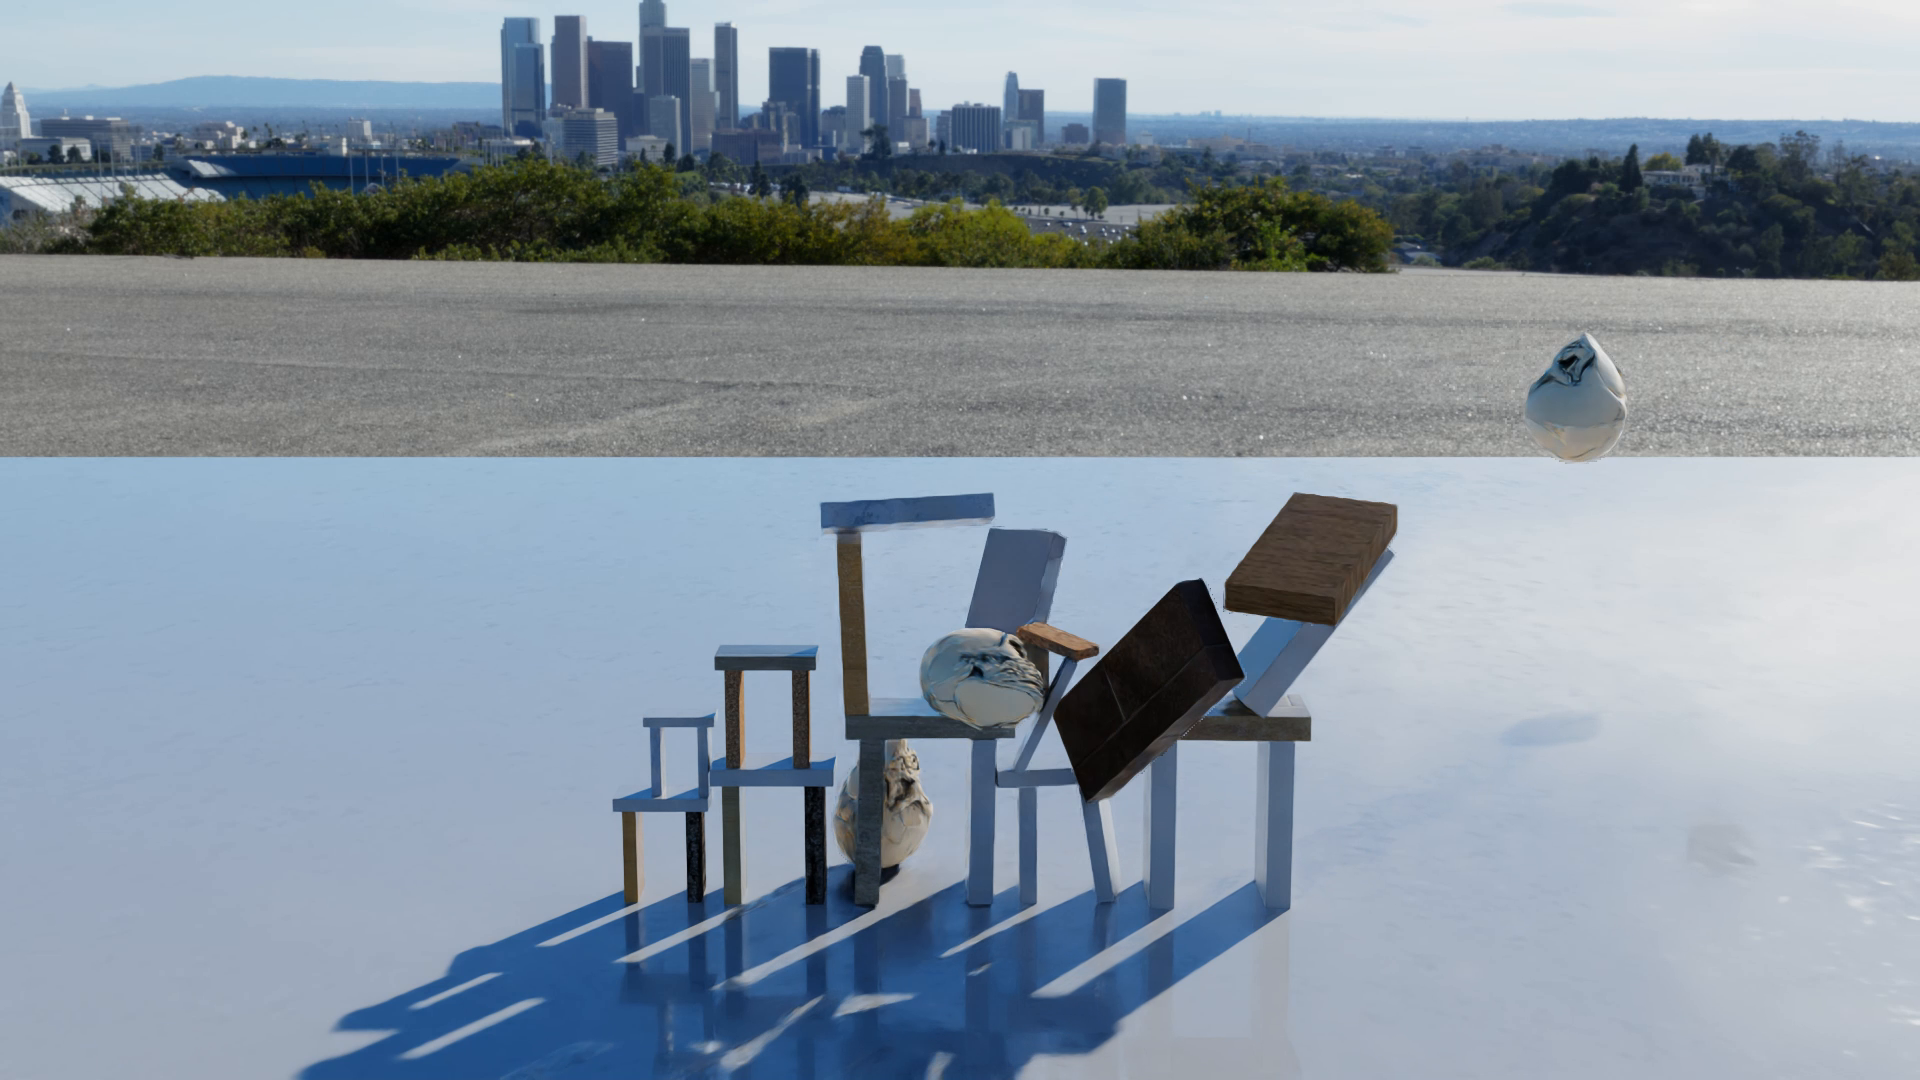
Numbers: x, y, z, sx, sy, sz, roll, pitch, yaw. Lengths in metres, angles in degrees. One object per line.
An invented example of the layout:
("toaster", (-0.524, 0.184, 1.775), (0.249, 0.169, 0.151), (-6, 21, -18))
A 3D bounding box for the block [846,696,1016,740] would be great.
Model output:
("block", (-0.052, 0.293, 3.633), (0.275, 0.039, 0.138), (0, 8, -3))

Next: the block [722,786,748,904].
("block", (-0.374, 0.491, 3.648), (0.029, 0.202, 0.101), (0, 11, 0))

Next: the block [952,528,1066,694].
("block", (0.084, 0.120, 3.771), (0.139, 0.278, 0.039), (3, -18, 38))

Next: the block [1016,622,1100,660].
("block", (0.158, 0.164, 3.559), (0.122, 0.017, 0.061), (21, 19, 35))

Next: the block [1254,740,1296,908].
("block", (0.520, 0.450, 3.642), (0.040, 0.285, 0.143), (0, 11, 0))

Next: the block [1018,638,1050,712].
("block", (0.121, 0.216, 3.621), (0.017, 0.122, 0.061), (11, 16, 39))

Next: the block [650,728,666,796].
("block", (-0.498, 0.358, 3.629), (0.016, 0.116, 0.058), (0, 11, 0))

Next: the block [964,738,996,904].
("block", (0.033, 0.451, 3.652), (0.039, 0.275, 0.138), (1, 9, -3))

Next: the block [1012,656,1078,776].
("block", (0.139, 0.279, 3.561), (0.017, 0.211, 0.061), (24, 15, -3))

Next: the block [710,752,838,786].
("block", (-0.307, 0.378, 3.627), (0.202, 0.029, 0.101), (0, 11, 0))

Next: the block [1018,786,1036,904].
("block", (0.112, 0.492, 3.651), (0.028, 0.198, 0.099), (-1, 10, 0))

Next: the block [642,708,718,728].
("block", (-0.460, 0.292, 3.617), (0.116, 0.016, 0.058), (0, 11, 0))

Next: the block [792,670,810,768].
("block", (-0.260, 0.284, 3.608), (0.023, 0.164, 0.082), (0, 11, 0))

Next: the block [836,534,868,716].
("block", (-0.176, 0.136, 3.604), (0.039, 0.278, 0.139), (-3, 8, -2))

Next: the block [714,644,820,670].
("block", (-0.315, 0.192, 3.591), (0.164, 0.023, 0.082), (0, 11, 0))

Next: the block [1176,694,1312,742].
("block", (0.424, 0.290, 3.609), (0.285, 0.040, 0.143), (0, 11, 1))

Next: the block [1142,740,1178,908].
("block", (0.330, 0.450, 3.642), (0.040, 0.285, 0.143), (0, 11, 0))

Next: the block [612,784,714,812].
("block", (-0.490, 0.427, 3.634), (0.156, 0.022, 0.078), (0, 11, 0))

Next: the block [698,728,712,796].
("block", (-0.421, 0.358, 3.629), (0.016, 0.116, 0.058), (0, 11, 0))

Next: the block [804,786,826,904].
("block", (-0.239, 0.491, 3.648), (0.029, 0.202, 0.101), (0, 11, 0))

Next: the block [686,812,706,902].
("block", (-0.438, 0.514, 3.651), (0.022, 0.156, 0.078), (0, 11, 0))

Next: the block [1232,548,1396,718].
("block", (0.563, 0.126, 3.580), (0.047, 0.335, 0.167), (37, 6, -10))

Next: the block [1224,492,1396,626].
("block", (0.543, 0.025, 3.379), (0.167, 0.047, 0.335), (8, 28, 25))

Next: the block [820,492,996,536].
("block", (-0.087, -0.042, 3.583), (0.278, 0.039, 0.139), (-4, -5, -4))

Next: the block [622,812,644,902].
("block", (-0.542, 0.514, 3.651), (0.022, 0.156, 0.078), (0, 11, 0))

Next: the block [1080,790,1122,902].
("block", (0.234, 0.491, 3.656), (0.028, 0.198, 0.099), (-7, 9, 13))

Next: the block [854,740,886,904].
("block", (-0.149, 0.450, 3.648), (0.039, 0.275, 0.138), (2, 8, -1))

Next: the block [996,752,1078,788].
("block", (0.155, 0.379, 3.640), (0.198, 0.028, 0.099), (-2, 10, -5))

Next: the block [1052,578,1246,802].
("block", (0.284, 0.241, 3.427), (0.047, 0.167, 0.434), (-6, -27, -31))

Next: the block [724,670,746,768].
("block", (-0.369, 0.284, 3.608), (0.023, 0.164, 0.082), (0, 11, 0))
